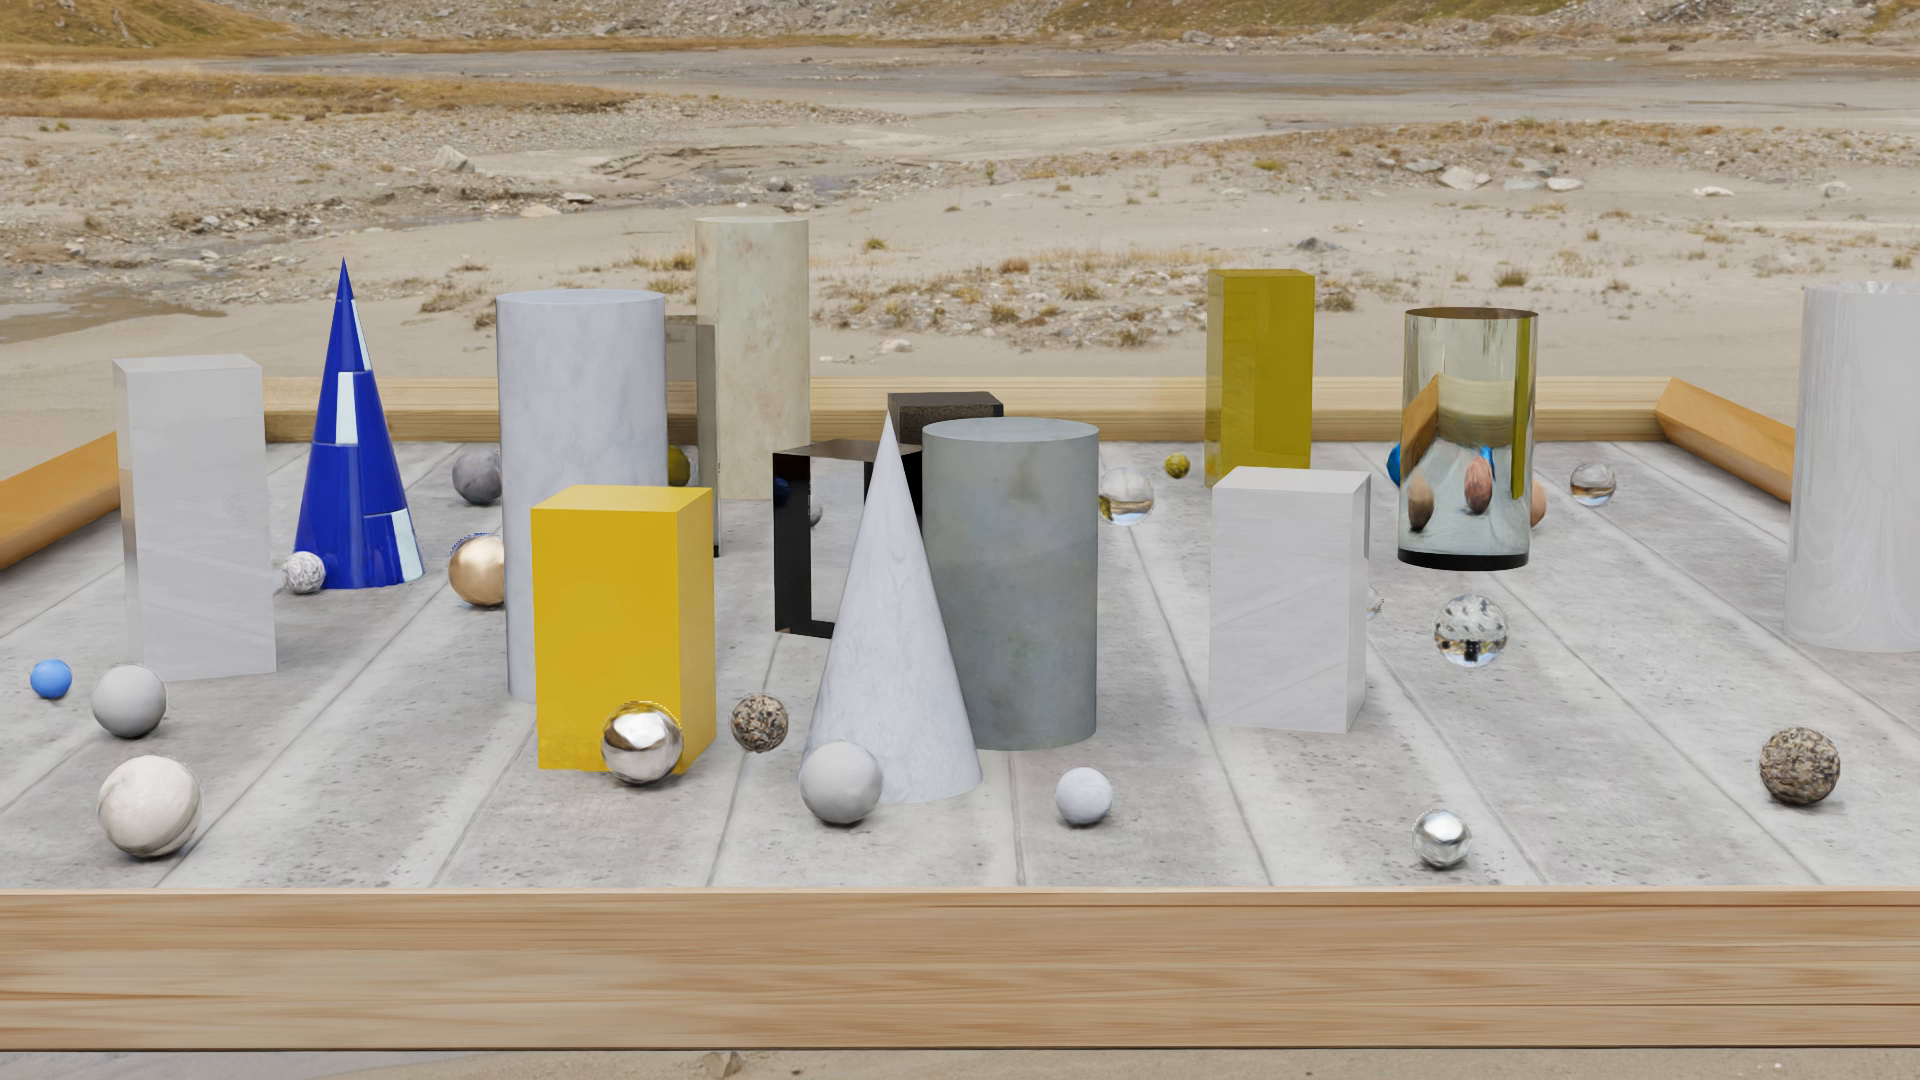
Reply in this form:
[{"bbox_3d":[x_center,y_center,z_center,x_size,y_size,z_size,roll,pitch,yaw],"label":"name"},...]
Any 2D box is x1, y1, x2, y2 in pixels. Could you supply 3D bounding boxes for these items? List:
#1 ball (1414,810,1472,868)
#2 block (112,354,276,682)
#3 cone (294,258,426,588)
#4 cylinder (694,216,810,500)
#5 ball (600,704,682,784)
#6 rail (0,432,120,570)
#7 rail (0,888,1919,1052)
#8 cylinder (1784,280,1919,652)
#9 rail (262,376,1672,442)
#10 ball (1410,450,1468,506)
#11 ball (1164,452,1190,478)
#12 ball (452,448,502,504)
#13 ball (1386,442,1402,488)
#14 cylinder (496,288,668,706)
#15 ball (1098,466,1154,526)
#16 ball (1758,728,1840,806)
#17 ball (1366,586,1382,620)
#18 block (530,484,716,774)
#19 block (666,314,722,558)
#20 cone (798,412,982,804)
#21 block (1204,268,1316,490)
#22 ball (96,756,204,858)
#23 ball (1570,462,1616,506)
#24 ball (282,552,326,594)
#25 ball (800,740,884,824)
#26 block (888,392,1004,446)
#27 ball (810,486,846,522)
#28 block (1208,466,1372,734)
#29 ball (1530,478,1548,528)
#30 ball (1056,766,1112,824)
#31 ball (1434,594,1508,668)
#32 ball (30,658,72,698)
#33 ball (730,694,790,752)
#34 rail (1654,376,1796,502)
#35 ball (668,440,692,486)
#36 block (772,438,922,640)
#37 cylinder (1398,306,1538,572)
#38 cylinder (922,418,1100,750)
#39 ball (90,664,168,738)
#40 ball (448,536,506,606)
[{"bbox_3d":[0.443,0.274,2.352,0.052,0.052,0.052,0,11,0],"label":"ball"},{"bbox_3d":[-0.930,-0.030,3.114,0.154,0.372,0.154,-5,11,-23],"label":"block"},{"bbox_3d":[-0.868,-0.174,3.653,0.192,0.459,0.192,0,11,0],"label":"cone"},{"bbox_3d":[-0.353,-0.315,4.391,0.192,0.465,0.192,0,11,0],"label":"cylinder"},{"bbox_3d":[-0.325,0.208,2.618,0.083,0.083,0.083,0,11,0],"label":"ball"},{"bbox_3d":[-1.372,0.034,3.441,0.045,0.125,3.141,0,11,0],"label":"rail"},{"bbox_3d":[0.009,0.315,1.928,2.792,0.125,0.045,0,11,0],"label":"rail"},{"bbox_3d":[1.161,-0.097,3.264,0.192,0.448,0.192,0,11,0],"label":"cylinder"},{"bbox_3d":[-0.009,-0.251,4.970,2.792,0.125,0.045,0,11,0],"label":"rail"},{"bbox_3d":[0.797,-0.103,4.268,0.094,0.094,0.094,0,11,0],"label":"ball"},{"bbox_3d":[0.386,-0.132,4.553,0.046,0.046,0.046,0,11,0],"label":"ball"},{"bbox_3d":[-0.802,-0.107,4.290,0.093,0.093,0.093,0,11,0],"label":"ball"},{"bbox_3d":[0.780,-0.129,4.419,0.089,0.089,0.089,0,11,0],"label":"ball"},{"bbox_3d":[-0.435,-0.052,2.983,0.192,0.463,0.192,0,11,0],"label":"cylinder"},{"bbox_3d":[0.262,-0.069,4.083,0.095,0.095,0.095,0,11,0],"label":"ball"},{"bbox_3d":[0.834,0.225,2.549,0.077,0.077,0.077,0,11,0],"label":"ball"},{"bbox_3d":[0.533,0.083,3.393,0.048,0.048,0.048,0,11,0],"label":"ball"},{"bbox_3d":[-0.354,0.091,2.722,0.154,0.276,0.154,2,11,8],"label":"block"},{"bbox_3d":[-0.441,-0.158,3.867,0.154,0.348,0.154,-1,11,-3],"label":"block"},{"bbox_3d":[-0.072,0.056,2.617,0.192,0.384,0.192,0,11,0],"label":"cone"},{"bbox_3d":[0.511,-0.269,4.391,0.154,0.376,0.154,-1,11,-5],"label":"block"},{"bbox_3d":[-0.752,0.247,2.382,0.094,0.094,0.094,0,11,0],"label":"ball"},{"bbox_3d":[1.051,-0.093,4.261,0.075,0.075,0.075,0,11,0],"label":"ball"},{"bbox_3d":[-0.912,0.045,3.565,0.059,0.059,0.059,0,11,0],"label":"ball"},{"bbox_3d":[-0.115,0.234,2.486,0.081,0.081,0.081,0,11,0],"label":"ball"},{"bbox_3d":[-0.023,-0.096,3.847,0.154,0.234,0.154,-1,11,-8],"label":"block"},{"bbox_3d":[-0.211,-0.058,4.122,0.059,0.059,0.059,0,11,0],"label":"ball"},{"bbox_3d":[0.372,0.064,2.891,0.154,0.268,0.154,3,11,16],"label":"block"},{"bbox_3d":[0.878,-0.059,4.038,0.090,0.090,0.090,0,11,0],"label":"ball"},{"bbox_3d":[0.120,0.248,2.484,0.056,0.056,0.056,0,11,0],"label":"ball"},{"bbox_3d":[0.623,0.111,3.127,0.090,0.090,0.090,0,11,0],"label":"ball"},{"bbox_3d":[-1.055,0.161,2.978,0.046,0.046,0.046,0,11,0],"label":"ball"},{"bbox_3d":[-0.205,0.188,2.625,0.060,0.060,0.060,0,11,0],"label":"ball"},{"bbox_3d":[1.372,0.031,3.457,0.045,0.125,3.141,0,11,0],"label":"rail"},{"bbox_3d":[-0.506,-0.128,4.411,0.090,0.090,0.090,0,11,0],"label":"ball"},{"bbox_3d":[-0.135,-0.001,3.334,0.154,0.235,0.154,6,12,30],"label":"block"},{"bbox_3d":[0.748,-0.152,3.784,0.192,0.366,0.192,0,11,0],"label":"cylinder"},{"bbox_3d":[0.055,0.044,2.816,0.192,0.335,0.192,0,11,0],"label":"cylinder"},{"bbox_3d":[-0.909,0.176,2.807,0.079,0.079,0.079,0,11,0],"label":"ball"},{"bbox_3d":[-0.646,0.042,3.482,0.096,0.096,0.096,0,11,0],"label":"ball"}]
